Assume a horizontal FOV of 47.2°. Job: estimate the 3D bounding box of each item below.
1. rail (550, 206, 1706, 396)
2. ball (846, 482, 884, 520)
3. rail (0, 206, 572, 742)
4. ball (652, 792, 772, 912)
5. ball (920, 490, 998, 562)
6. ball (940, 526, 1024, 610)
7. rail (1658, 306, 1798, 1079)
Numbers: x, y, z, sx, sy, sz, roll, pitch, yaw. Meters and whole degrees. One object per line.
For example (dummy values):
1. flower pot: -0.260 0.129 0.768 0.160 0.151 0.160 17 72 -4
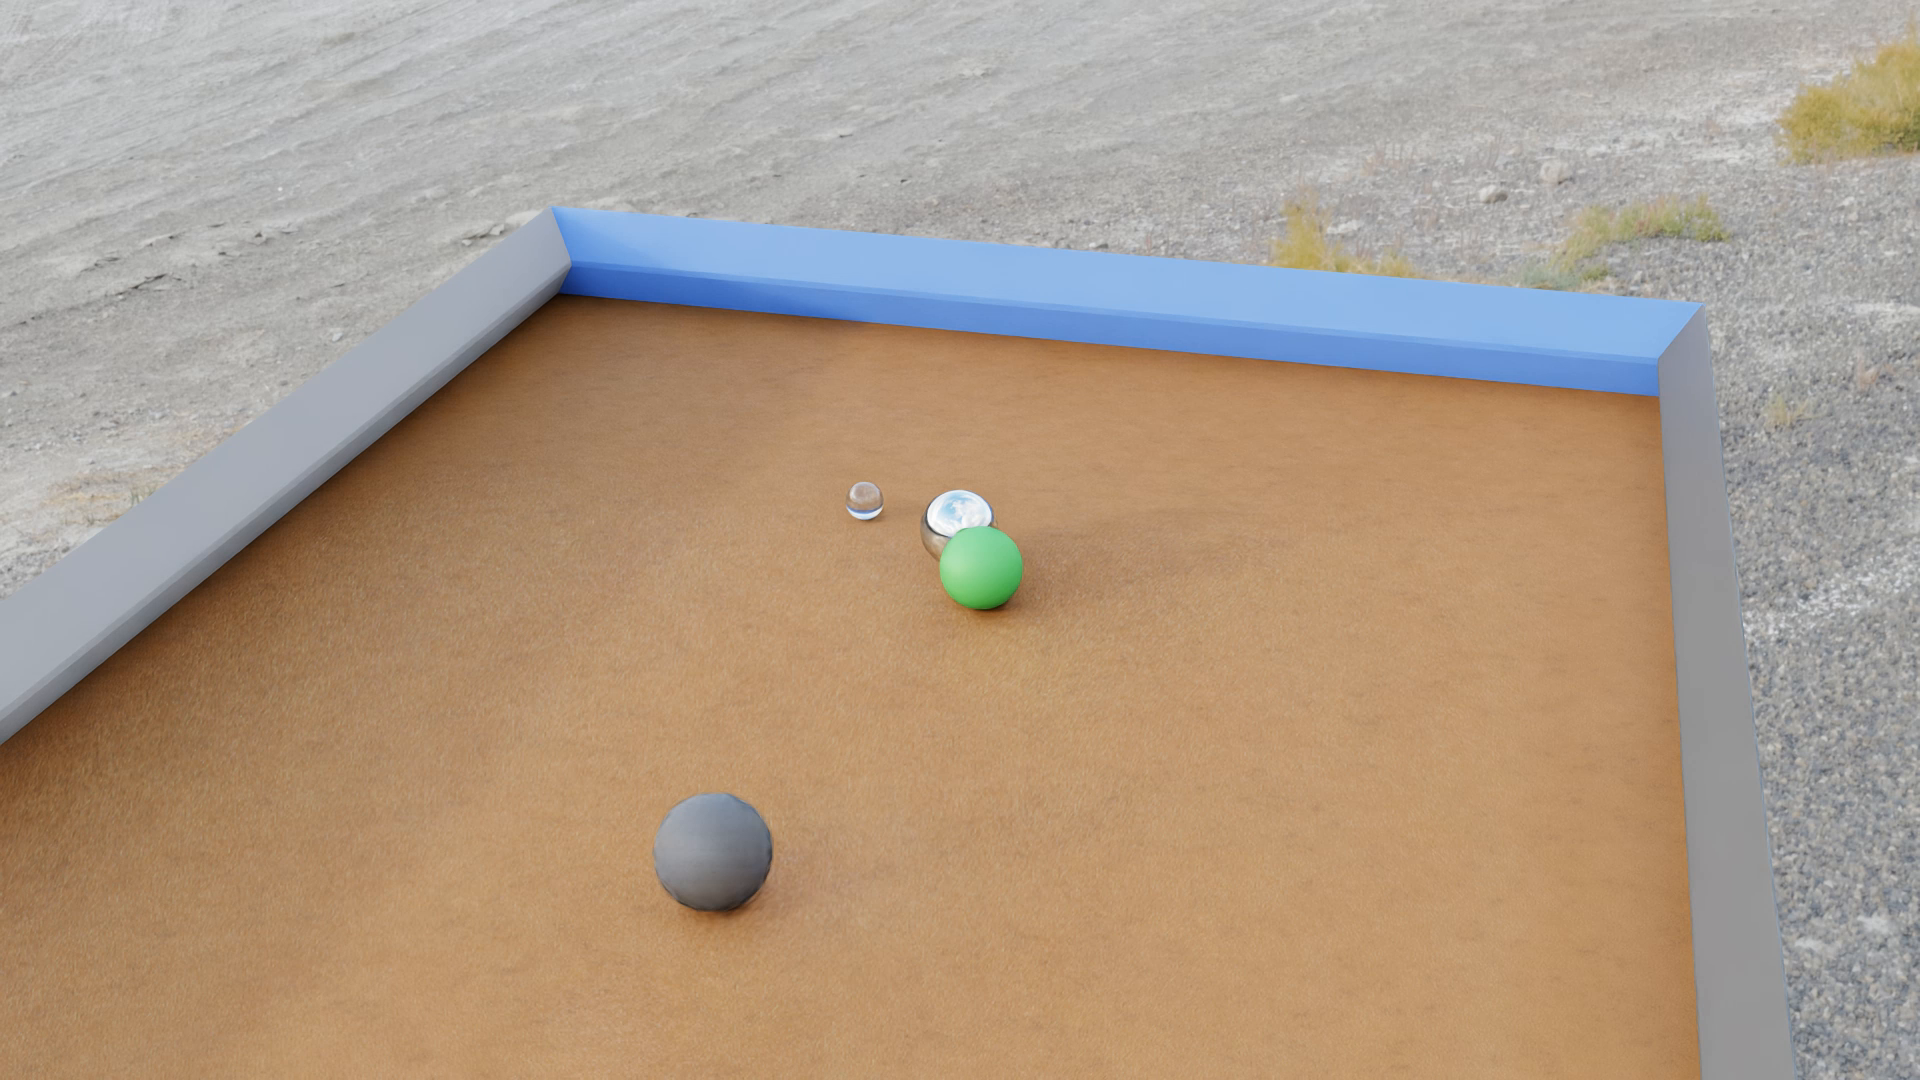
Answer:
1. rail: 0.157 -0.292 2.715 1.446 0.118 0.045 7 27 13
2. ball: -0.100 -0.041 2.301 0.040 0.040 0.040 0 26 0
3. rail: -0.840 0.176 1.775 0.045 0.118 2.583 7 27 13
4. ball: -0.189 0.239 1.681 0.091 0.091 0.091 0 26 0
5. ball: -0.001 -0.011 2.197 0.079 0.079 0.079 0 26 0
6. ball: 0.020 0.027 2.119 0.081 0.081 0.081 0 26 0
7. rail: 0.513 0.333 1.459 0.045 0.118 2.583 7 27 13
